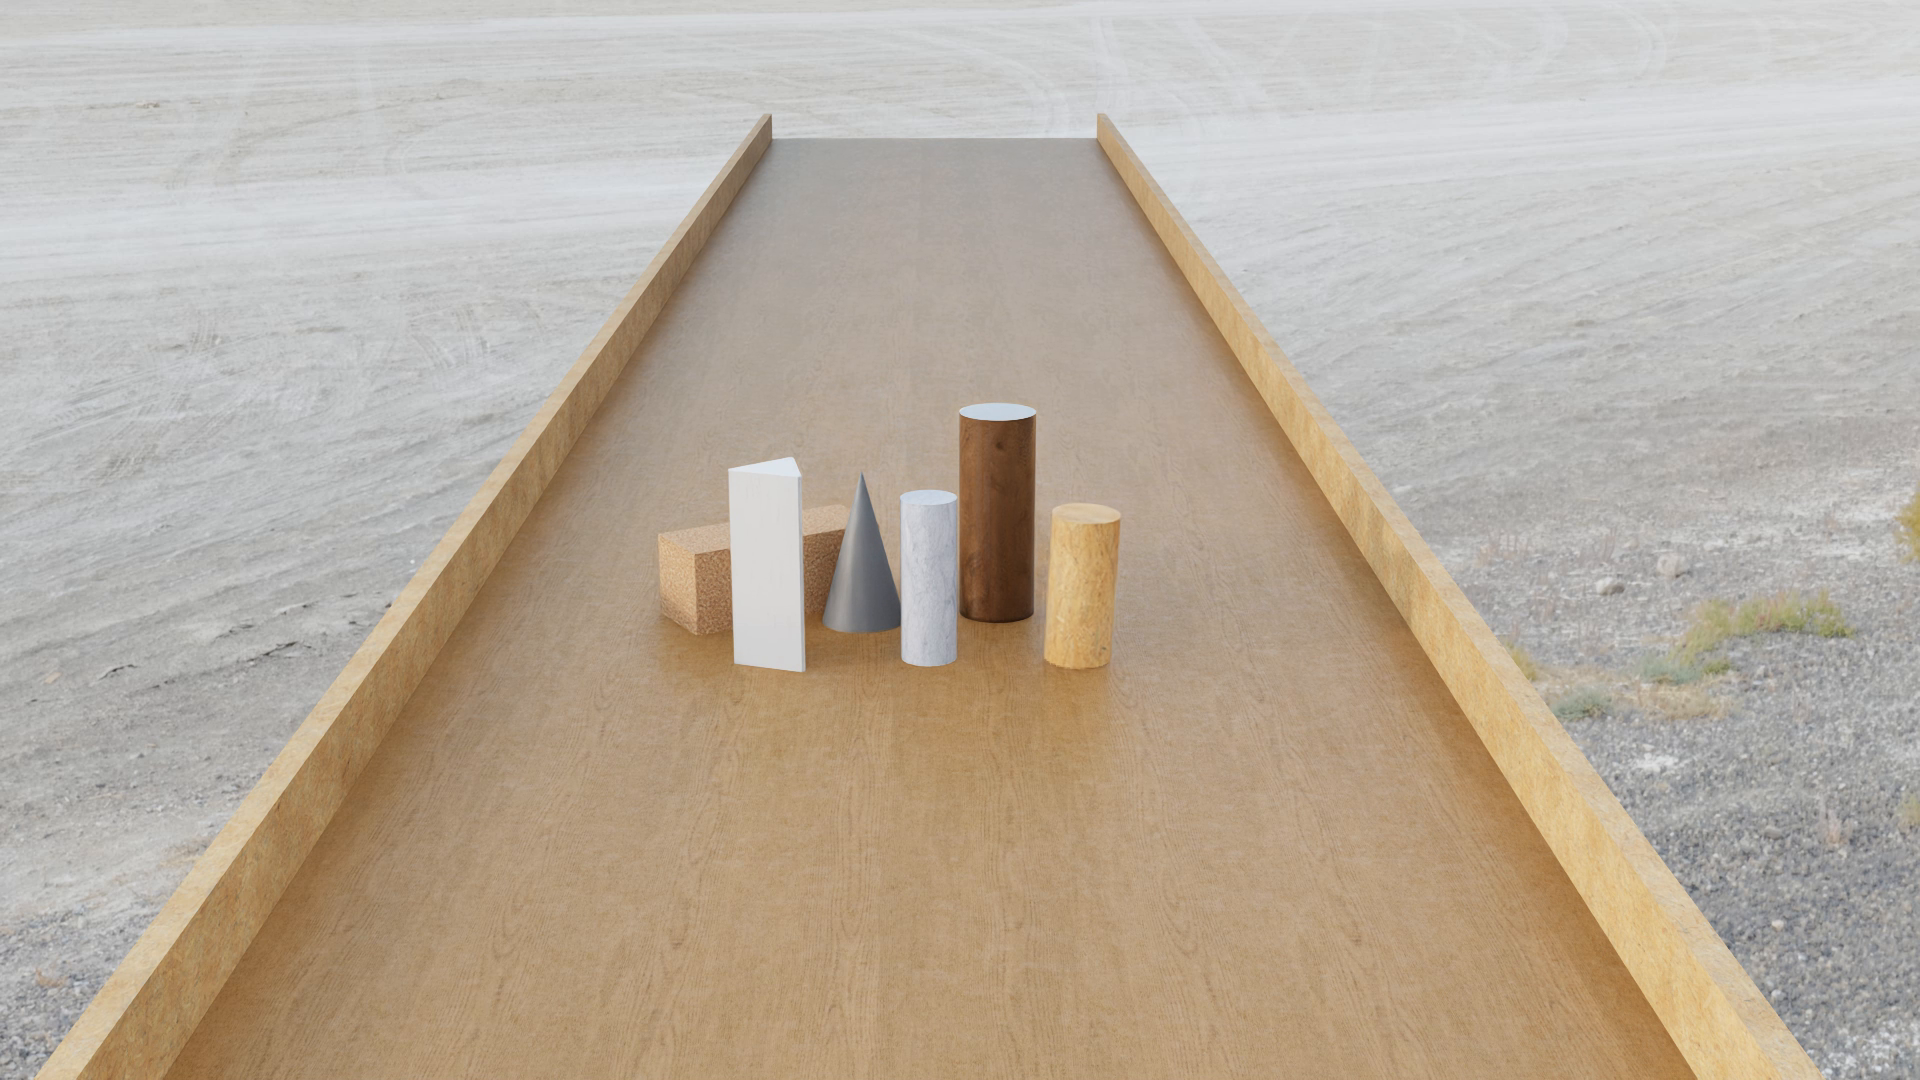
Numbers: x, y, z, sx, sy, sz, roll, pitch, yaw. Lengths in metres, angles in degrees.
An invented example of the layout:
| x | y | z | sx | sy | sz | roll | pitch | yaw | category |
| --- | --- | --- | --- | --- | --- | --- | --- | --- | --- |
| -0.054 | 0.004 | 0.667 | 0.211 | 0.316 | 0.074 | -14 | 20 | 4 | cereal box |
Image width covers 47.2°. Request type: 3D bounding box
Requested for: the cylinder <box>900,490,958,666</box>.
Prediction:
| x | y | z | sx | sy | sz | roll | pitch | yaw | category |
| --- | --- | --- | --- | --- | --- | --- | --- | --- | --- |
| -0.062 | 0.076 | 4.387 | 0.113 | 0.334 | 0.113 | 0 | 17 | 0 | cylinder |

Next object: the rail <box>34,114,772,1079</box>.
| x | y | z | sx | sy | sz | roll | pitch | yaw | category |
| --- | --- | --- | --- | --- | --- | --- | --- | --- | --- |
| -1.118 | -0.838 | 7.780 | 0.050 | 0.150 | 12.000 | 0 | 17 | -1 | rail |

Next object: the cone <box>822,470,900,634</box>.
| x | y | z | sx | sy | sz | roll | pitch | yaw | category |
| --- | --- | --- | --- | --- | --- | --- | --- | --- | --- |
| -0.204 | 0.011 | 4.609 | 0.176 | 0.331 | 0.176 | 0 | 17 | 0 | cone |

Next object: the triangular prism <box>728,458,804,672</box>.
| x | y | z | sx | sy | sz | roll | pitch | yaw | category |
| --- | --- | --- | --- | --- | --- | --- | --- | --- | --- |
| -0.358 | 0.044 | 4.377 | 0.153 | 0.400 | 0.132 | 6 | 18 | 19 | triangular prism |

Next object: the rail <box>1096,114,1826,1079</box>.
| x | y | z | sx | sy | sz | roll | pitch | yaw | category |
| --- | --- | --- | --- | --- | --- | --- | --- | --- | --- |
| 0.932 | -0.844 | 7.801 | 0.050 | 0.150 | 12.000 | 0 | 17 | -1 | rail |

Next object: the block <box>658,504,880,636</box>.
| x | y | z | sx | sy | sz | roll | pitch | yaw | category |
| --- | --- | --- | --- | --- | --- | --- | --- | --- | --- |
| -0.406 | 0.060 | 4.716 | 0.438 | 0.177 | 0.177 | -10 | 19 | -31 | block |

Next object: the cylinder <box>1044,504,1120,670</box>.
| x | y | z | sx | sy | sz | roll | pitch | yaw | category |
| --- | --- | --- | --- | --- | --- | --- | --- | --- | --- |
| 0.242 | 0.091 | 4.377 | 0.136 | 0.302 | 0.136 | 2 | 18 | -1 | cylinder |

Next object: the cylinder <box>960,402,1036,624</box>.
| x | y | z | sx | sy | sz | roll | pitch | yaw | category |
| --- | --- | --- | --- | --- | --- | --- | --- | --- | --- |
| 0.079 | -0.058 | 4.651 | 0.161 | 0.439 | 0.161 | 0 | 17 | 0 | cylinder |
